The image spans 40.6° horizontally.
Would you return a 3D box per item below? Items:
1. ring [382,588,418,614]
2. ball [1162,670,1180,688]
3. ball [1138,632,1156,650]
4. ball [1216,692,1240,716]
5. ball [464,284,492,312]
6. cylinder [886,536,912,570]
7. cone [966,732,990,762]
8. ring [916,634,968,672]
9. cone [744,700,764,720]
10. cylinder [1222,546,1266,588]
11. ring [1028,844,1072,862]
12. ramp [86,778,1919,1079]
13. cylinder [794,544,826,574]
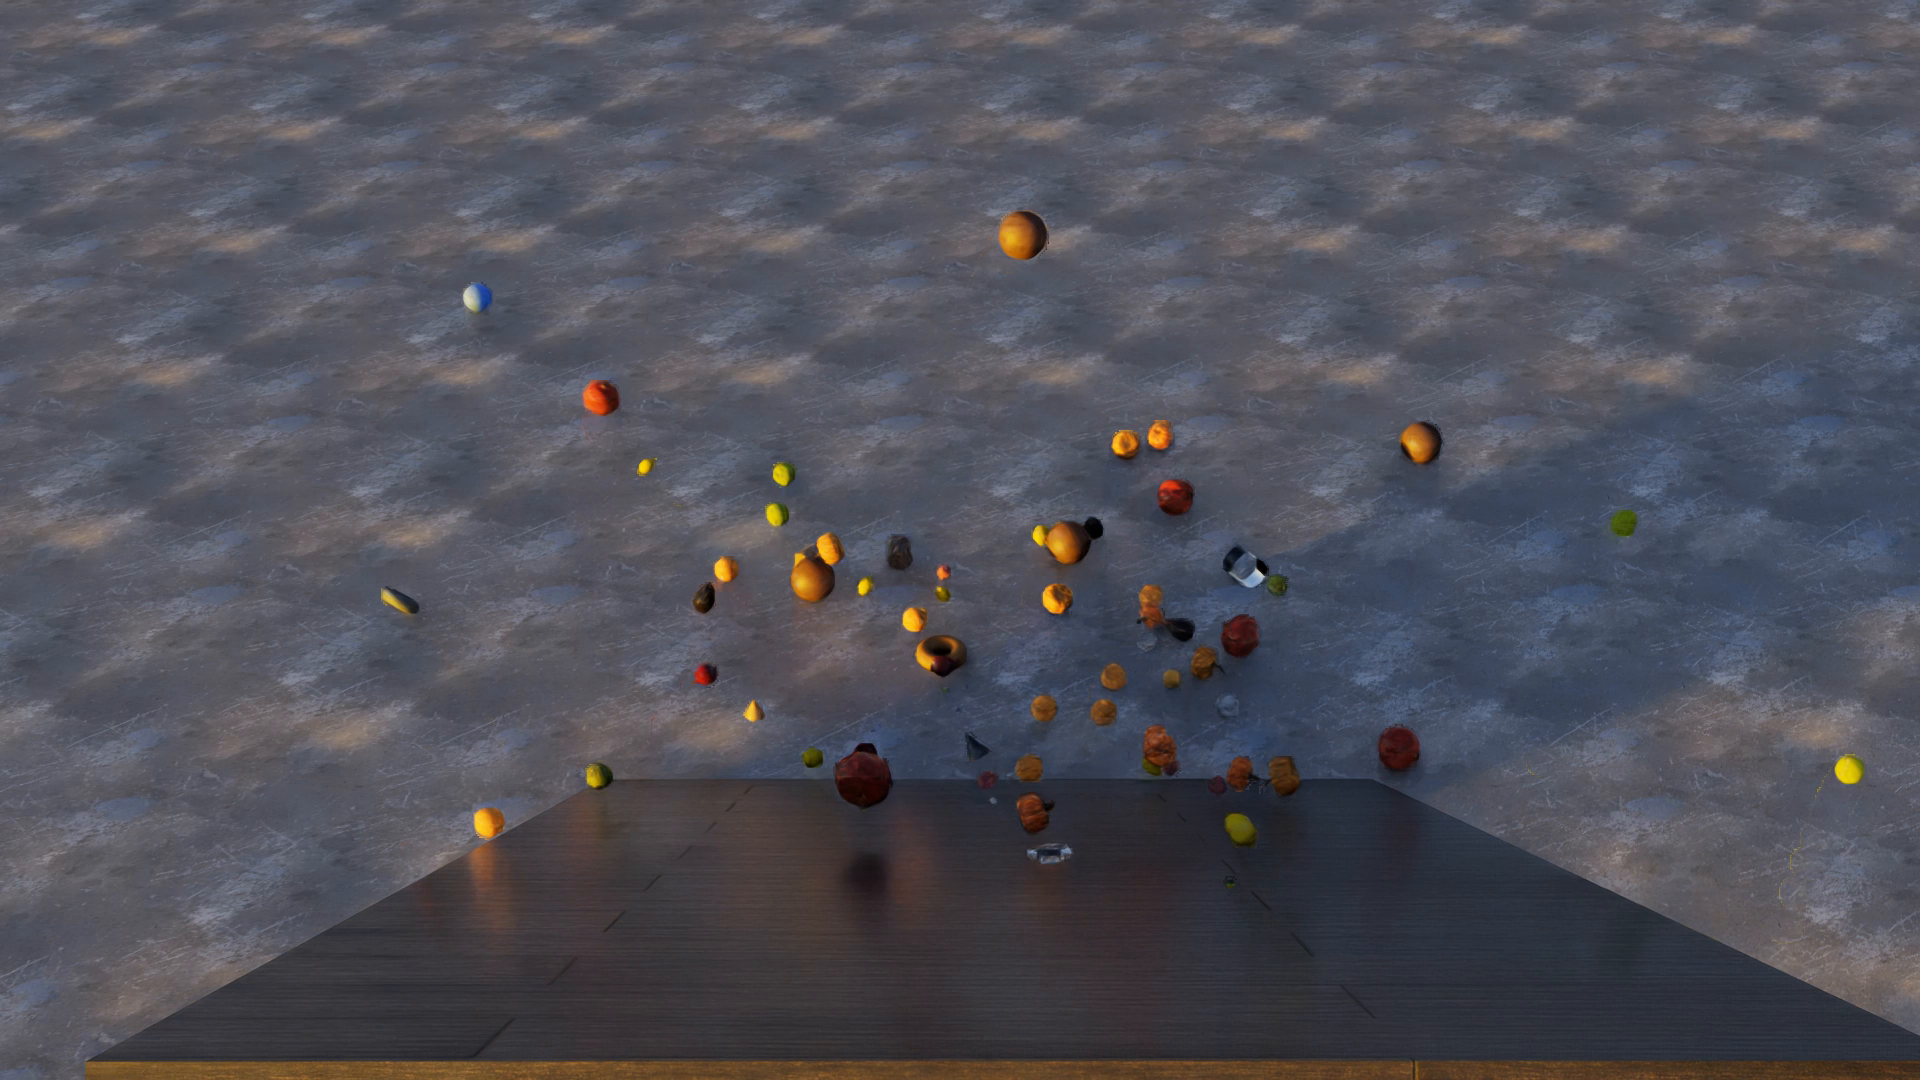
[{"bbox_3d":[-1.618,0.177,7.502,0.115,0.038,0.115,29,-1,1],"label":"ring"},{"bbox_3d":[0.588,0.386,7.218,0.051,0.051,0.051,0,33,0],"label":"ball"},{"bbox_3d":[0.532,0.288,7.369,0.053,0.053,0.053,0,33,0],"label":"ball"},{"bbox_3d":[0.733,0.450,7.104,0.067,0.067,0.067,0,33,0],"label":"ball"},{"bbox_3d":[-1.694,-0.851,9.097,0.097,0.097,0.097,0,33,0],"label":"ball"},{"bbox_3d":[-0.180,0.037,7.720,0.073,0.073,0.073,-2,39,-3],"label":"cylinder"},{"bbox_3d":[0.034,0.543,6.905,0.072,0.072,0.072,-27,9,5],"label":"cone"},{"bbox_3d":[-0.052,0.321,7.324,0.146,0.049,0.146,-1,34,0],"label":"ring"},{"bbox_3d":[-0.564,0.458,7.105,0.054,0.054,0.054,0,33,0],"label":"cone"},{"bbox_3d":[0.840,0.079,7.651,0.092,0.092,0.092,-17,33,-25],"label":"cylinder"},{"bbox_3d":[0.163,0.573,4.741,0.083,0.028,0.083,-1,-1,0],"label":"ring"},{"bbox_3d":[0.073,0.637,4.746,2.000,0.100,4.000,0,-1,0],"label":"ramp"},{"bbox_3d":[-0.447,0.055,7.715,0.068,0.068,0.068,22,37,30],"label":"cylinder"}]
